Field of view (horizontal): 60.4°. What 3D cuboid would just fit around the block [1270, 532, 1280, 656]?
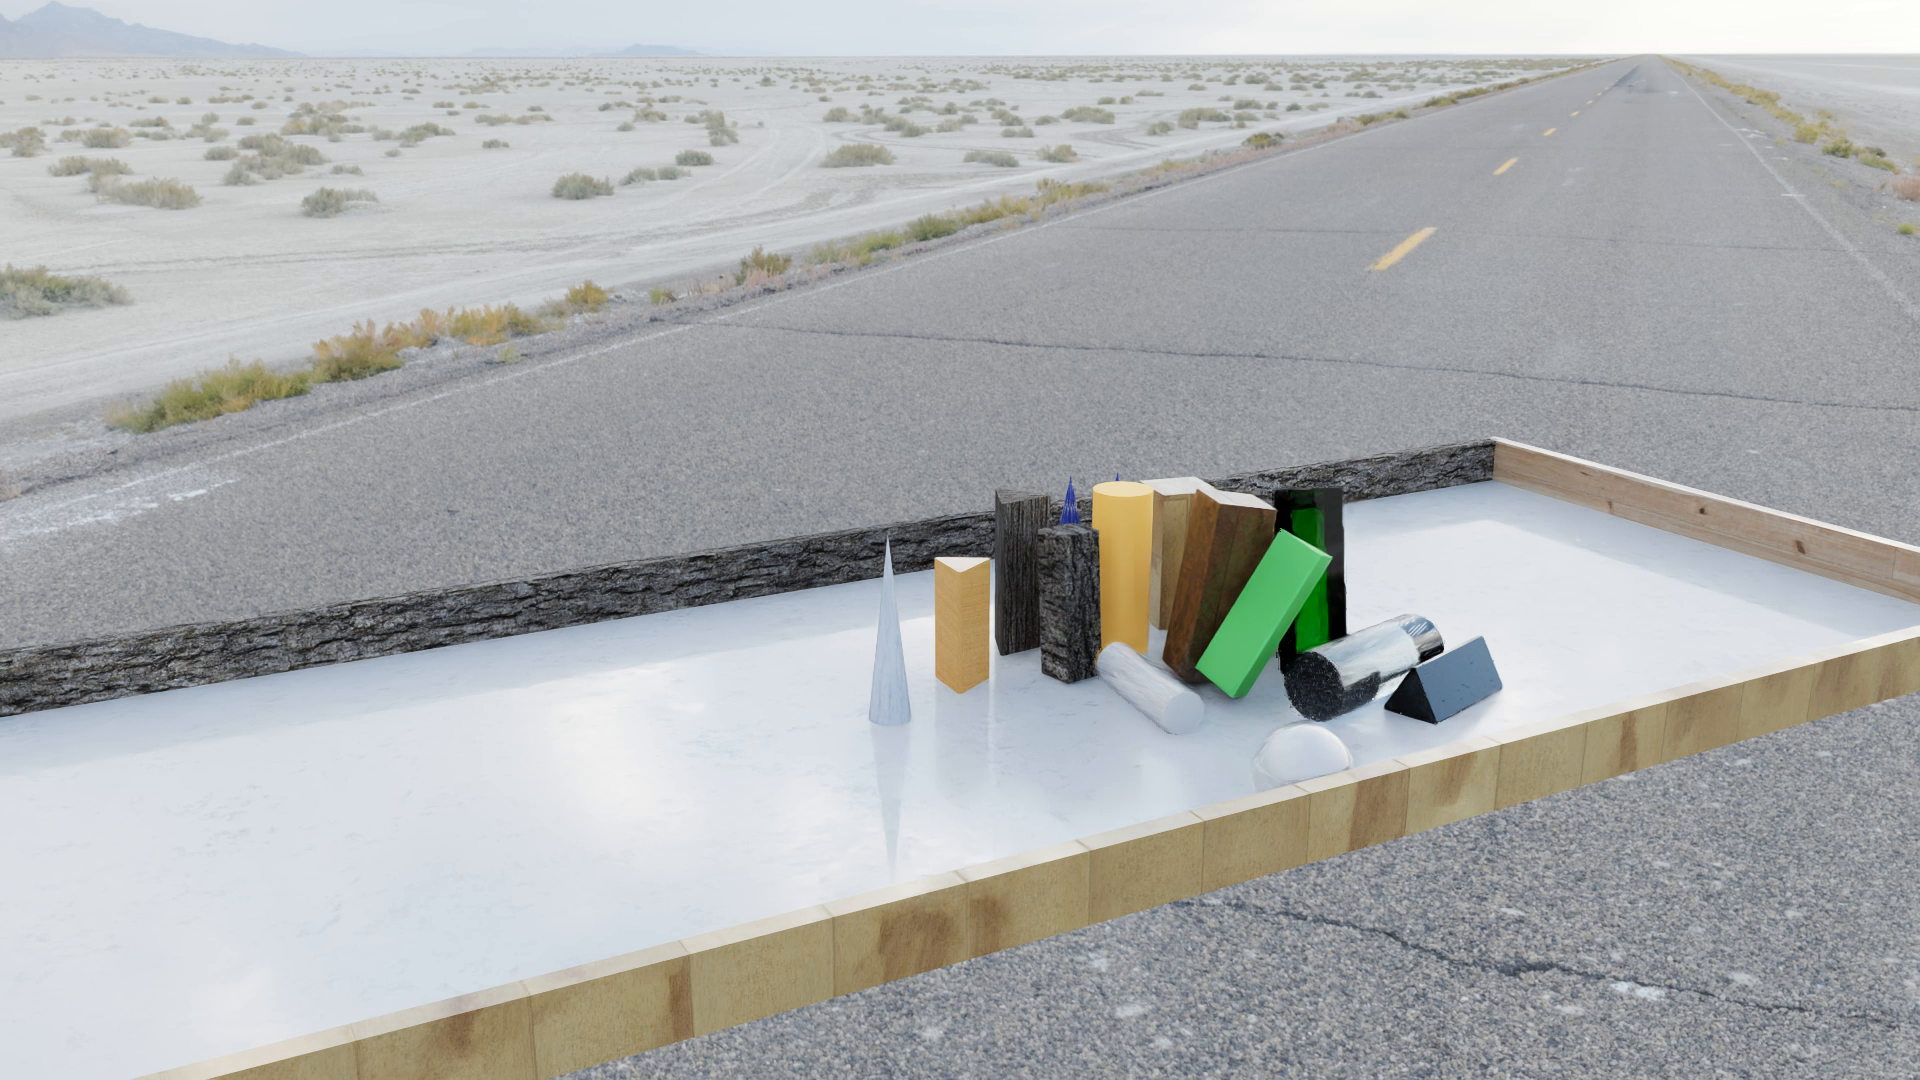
[{"bbox_3d":[0.758,0.126,4.321,0.145,0.342,0.145,-6,17,-19],"label":"block"}]

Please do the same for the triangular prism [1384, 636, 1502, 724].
[{"bbox_3d":[1.184,0.327,4.013,0.141,0.122,0.323,16,23,43],"label":"triangular prism"}]

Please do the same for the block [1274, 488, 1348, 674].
[{"bbox_3d":[0.882,0.102,4.143,0.121,0.459,0.121,-3,1,-45],"label":"block"}]

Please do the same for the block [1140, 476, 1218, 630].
[{"bbox_3d":[0.600,0.035,4.559,0.166,0.382,0.166,-5,17,-16],"label":"block"}]

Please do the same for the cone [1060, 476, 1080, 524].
[{"bbox_3d":[0.305,0.013,4.597,0.166,0.401,0.166,0,16,0],"label":"cone"}]

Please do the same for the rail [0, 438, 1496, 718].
[{"bbox_3d":[-3.305,0.497,3.399,12.000,0.150,0.050,-9,18,-27],"label":"rail"}]

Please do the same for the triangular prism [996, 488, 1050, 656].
[{"bbox_3d":[0.134,0.078,4.359,0.154,0.412,0.133,-11,20,-33],"label":"triangular prism"}]

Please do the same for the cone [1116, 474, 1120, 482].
[{"bbox_3d":[0.458,-0.032,4.839,0.146,0.351,0.146,0,16,0],"label":"cone"}]

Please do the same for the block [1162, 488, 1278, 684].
[{"bbox_3d":[0.645,0.117,4.117,0.153,0.455,0.153,6,14,-16],"label":"block"}]

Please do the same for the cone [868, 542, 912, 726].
[{"bbox_3d":[-0.166,0.205,3.855,0.102,0.453,0.102,0,16,0],"label":"cone"}]

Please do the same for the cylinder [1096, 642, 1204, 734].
[{"bbox_3d":[0.453,0.353,3.966,0.106,0.106,0.359,-6,17,-20],"label":"cylinder"}]

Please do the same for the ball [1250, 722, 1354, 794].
[{"bbox_3d":[0.699,0.478,3.360,0.209,0.209,0.209,0,16,0],"label":"ball"}]

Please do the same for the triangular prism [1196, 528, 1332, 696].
[{"bbox_3d":[0.724,0.174,3.981,0.127,0.398,0.146,34,11,21],"label":"triangular prism"}]

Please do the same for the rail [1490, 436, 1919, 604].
[{"bbox_3d":[2.466,-0.048,5.253,0.050,0.150,2.100,-9,18,-27],"label":"rail"}]

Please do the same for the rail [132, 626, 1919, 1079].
[{"bbox_3d":[-2.336,1.006,1.665,12.000,0.150,0.050,-9,18,-27],"label":"rail"}]

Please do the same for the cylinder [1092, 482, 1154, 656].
[{"bbox_3d":[0.420,0.079,4.308,0.156,0.439,0.156,0,16,0],"label":"cylinder"}]

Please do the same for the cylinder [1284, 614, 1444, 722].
[{"bbox_3d":[0.986,0.306,4.006,0.410,0.172,0.172,-14,21,-39],"label":"cylinder"}]

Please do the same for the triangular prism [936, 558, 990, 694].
[{"bbox_3d":[-0.012,0.203,4.104,0.117,0.315,0.135,10,19,31],"label":"triangular prism"}]

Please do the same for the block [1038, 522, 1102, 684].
[{"bbox_3d":[0.276,0.157,4.140,0.109,0.376,0.109,-12,17,-33],"label":"block"}]
